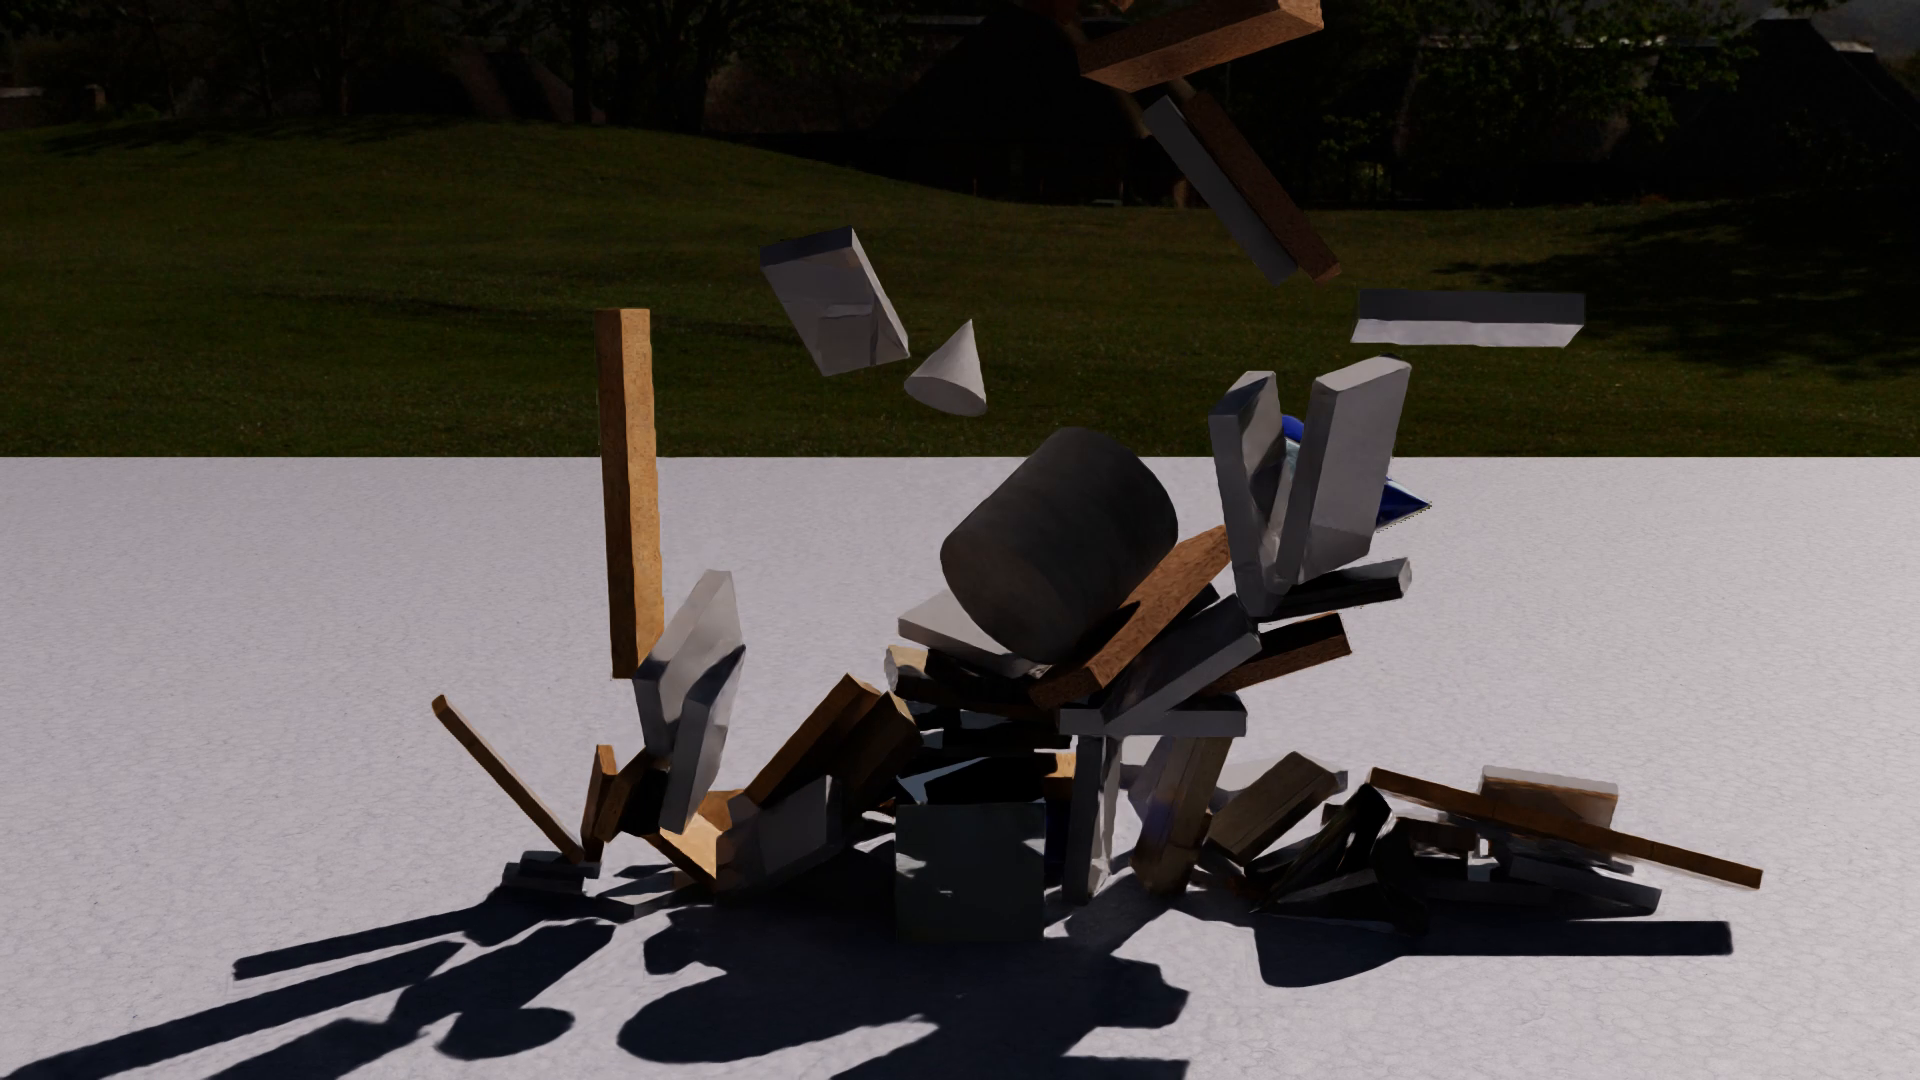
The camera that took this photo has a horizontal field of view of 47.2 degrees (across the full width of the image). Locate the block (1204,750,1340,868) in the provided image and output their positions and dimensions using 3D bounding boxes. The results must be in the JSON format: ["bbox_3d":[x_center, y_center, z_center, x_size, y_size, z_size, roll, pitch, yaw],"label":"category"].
[{"bbox_3d":[0.516,0.449,3.683,0.221,0.031,0.110,-36,32,-16],"label":"block"}]

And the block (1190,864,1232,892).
[{"bbox_3d":[0.433,0.565,3.747,0.148,0.021,0.074,10,14,43],"label":"block"}]

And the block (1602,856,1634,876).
[{"bbox_3d":[1.065,0.529,3.667,0.112,0.016,0.056,15,10,11],"label":"block"}]

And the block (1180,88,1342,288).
[{"bbox_3d":[0.479,-0.553,3.476,0.048,0.342,0.171,-37,-5,11],"label":"block"}]

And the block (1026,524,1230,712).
[{"bbox_3d":[0.303,0.118,3.630,0.152,0.043,0.494,-26,10,46],"label":"block"}]

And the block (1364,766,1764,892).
[{"bbox_3d":[0.967,0.468,3.558,0.624,0.031,0.110,14,-8,8],"label":"block"}]

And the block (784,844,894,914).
[{"bbox_3d":[-0.223,0.551,3.675,0.109,0.031,0.222,-32,30,-32],"label":"block"}]

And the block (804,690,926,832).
[{"bbox_3d":[-0.174,0.383,3.575,0.038,0.266,0.133,36,12,-29],"label":"block"}]

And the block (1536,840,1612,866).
[{"bbox_3d":[1.002,0.510,3.586,0.112,0.016,0.056,19,-14,-24],"label":"block"}]

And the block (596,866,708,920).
[{"bbox_3d":[-0.505,0.583,3.637,0.088,0.025,0.176,8,13,38],"label":"block"}]

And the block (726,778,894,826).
[{"bbox_3d":[-0.237,0.428,3.723,0.312,0.043,0.153,-29,35,2],"label":"block"}]

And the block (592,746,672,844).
[{"bbox_3d":[-0.512,0.386,3.508,0.029,0.103,0.259,24,17,4],"label":"block"}]

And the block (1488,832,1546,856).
[{"bbox_3d":[0.998,0.523,3.827,0.149,0.075,0.021,2,45,10],"label":"block"}]

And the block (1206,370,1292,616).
[{"bbox_3d":[0.472,-0.073,3.491,0.049,0.348,0.174,1,26,29],"label":"block"}]

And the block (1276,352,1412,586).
[{"bbox_3d":[0.599,-0.110,3.448,0.174,0.348,0.049,-20,41,-36],"label":"block"}]

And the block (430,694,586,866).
[{"bbox_3d":[-0.742,0.394,3.616,0.025,0.347,0.088,-41,19,-8],"label":"block"}]

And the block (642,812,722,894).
[{"bbox_3d":[-0.464,0.496,3.688,0.207,0.029,0.103,39,29,1],"label":"block"}]

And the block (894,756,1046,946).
[{"bbox_3d":[0.012,0.495,3.529,0.231,0.231,0.231,0,12,-2],"label":"block"}]

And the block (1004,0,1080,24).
[{"bbox_3d":[0.031,-0.907,3.462,0.303,0.043,0.152,12,30,-35],"label":"block"}]

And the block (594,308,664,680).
[{"bbox_3d":[-0.537,-0.079,3.591,0.043,0.593,0.152,-1,6,9],"label":"block"}]

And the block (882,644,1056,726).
[{"bbox_3d":[0.027,0.256,3.870,0.307,0.043,0.153,11,15,-12],"label":"block"}]

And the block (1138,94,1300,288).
[{"bbox_3d":[0.414,-0.560,3.510,0.048,0.342,0.171,-38,6,13],"label":"block"}]

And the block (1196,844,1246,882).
[{"bbox_3d":[0.451,0.549,3.679,0.117,0.017,0.059,29,32,16],"label":"block"}]

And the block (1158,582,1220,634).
[{"bbox_3d":[0.315,0.147,3.759,0.266,0.038,0.133,-33,5,3],"label":"block"}]

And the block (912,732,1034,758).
[{"bbox_3d":[0.005,0.364,3.875,0.222,0.031,0.111,-3,10,-21],"label":"block"}]

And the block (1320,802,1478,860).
[{"bbox_3d":[0.731,0.487,3.677,0.250,0.035,0.125,9,-12,11],"label":"block"}]

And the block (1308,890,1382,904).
[{"bbox_3d":[0.638,0.585,3.649,0.117,0.017,0.058,1,11,4],"label":"block"}]

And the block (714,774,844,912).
[{"bbox_3d":[-0.293,0.490,3.547,0.257,0.129,0.036,-32,-48,30],"label":"block"}]

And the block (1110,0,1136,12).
[{"bbox_3d":[0.175,-0.963,3.464,0.274,0.039,0.137,45,-6,9],"label":"block"}]

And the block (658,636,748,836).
[{"bbox_3d":[-0.412,0.314,3.505,0.043,0.304,0.152,21,40,5],"label":"block"}]

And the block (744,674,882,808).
[{"bbox_3d":[-0.238,0.338,3.629,0.036,0.257,0.129,42,2,20],"label":"block"}]

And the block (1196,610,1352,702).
[{"bbox_3d":[0.506,0.188,3.600,0.256,0.036,0.128,-18,14,9],"label":"block"}]

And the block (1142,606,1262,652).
[{"bbox_3d":[0.352,0.192,3.596,0.256,0.036,0.128,-25,24,-21],"label":"block"}]

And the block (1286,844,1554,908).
[{"bbox_3d":[0.761,0.559,3.666,0.426,0.035,0.125,4,10,2],"label":"block"}]

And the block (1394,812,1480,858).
[{"bbox_3d":[0.831,0.519,3.840,0.149,0.075,0.021,3,25,15],"label":"block"}]

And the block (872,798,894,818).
[{"bbox_3d":[-0.200,0.460,4.057,0.218,0.031,0.109,19,-6,42],"label":"block"}]

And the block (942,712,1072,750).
[{"bbox_3d":[0.082,0.334,3.868,0.222,0.031,0.111,2,11,0],"label":"block"}]
